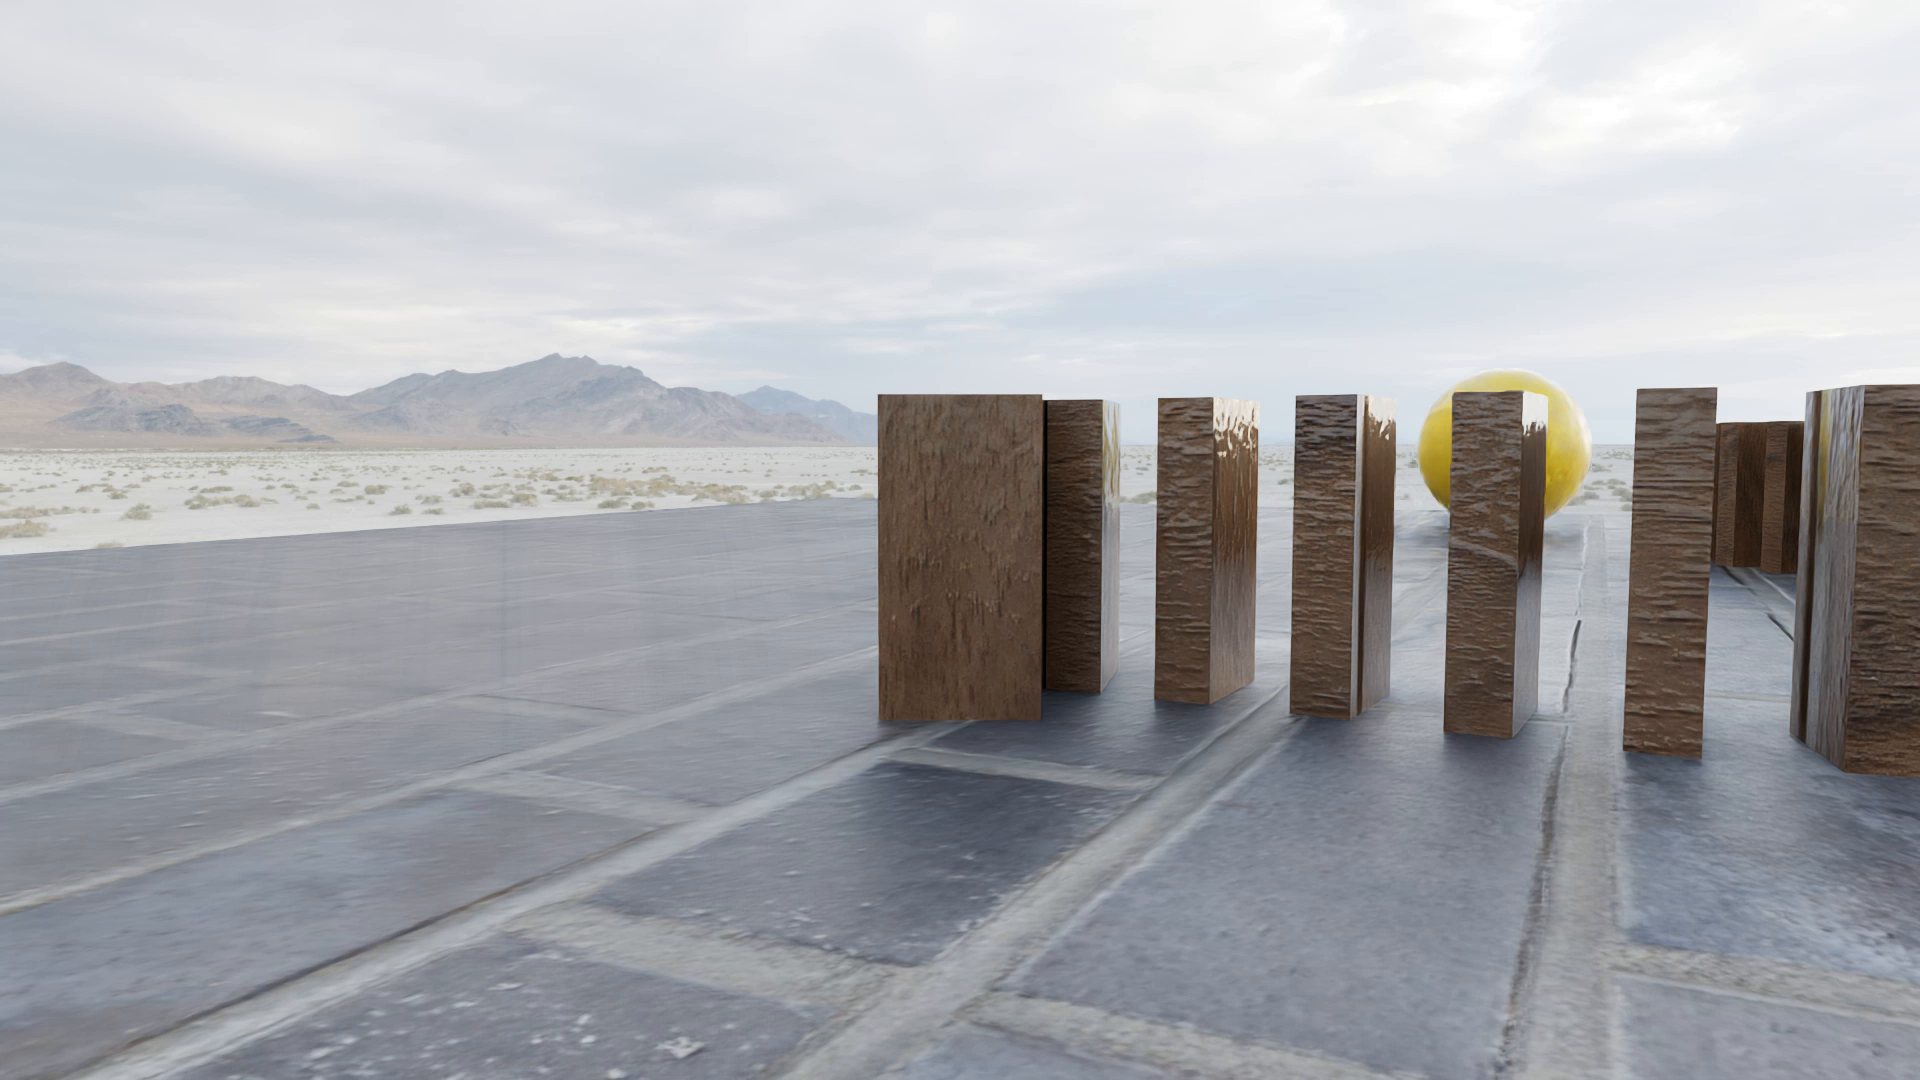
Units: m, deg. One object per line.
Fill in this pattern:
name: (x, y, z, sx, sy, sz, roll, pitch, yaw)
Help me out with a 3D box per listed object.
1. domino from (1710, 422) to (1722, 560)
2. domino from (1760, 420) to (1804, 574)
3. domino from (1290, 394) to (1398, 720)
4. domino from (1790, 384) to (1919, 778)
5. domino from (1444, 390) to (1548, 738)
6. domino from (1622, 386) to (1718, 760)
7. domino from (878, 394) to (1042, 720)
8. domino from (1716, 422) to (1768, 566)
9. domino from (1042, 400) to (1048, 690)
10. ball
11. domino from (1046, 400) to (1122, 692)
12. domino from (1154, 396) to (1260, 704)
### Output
domino: (0.278, -0.018, 0.471, 0.025, 0.050, 0.009, 0, 4, -3)
domino: (0.281, -0.014, 0.424, 0.025, 0.050, 0.009, 0, 4, -5)
domino: (0.063, 0.002, 0.209, 0.009, 0.050, 0.025, 3, 5, 32)
domino: (0.123, 0.004, 0.175, 0.009, 0.050, 0.025, 1, 5, 19)
domino: (0.082, 0.003, 0.197, 0.009, 0.050, 0.025, 3, 5, 32)
domino: (0.102, 0.004, 0.185, 0.010, 0.050, 0.025, 2, 5, 30)
domino: (0.000, 0.002, 0.201, 0.025, 0.050, 0.009, 0, 4, 0)
domino: (0.280, -0.016, 0.448, 0.025, 0.050, 0.009, 0, 4, -3)
domino: (0.002, 0.001, 0.224, 0.025, 0.050, 0.009, 2, 5, 22)
ball: (0.269, -0.045, 0.636, 0.080, 0.080, 0.080, 0, 4, 0)
domino: (0.022, 0.000, 0.231, 0.010, 0.050, 0.025, 1, 4, 14)
domino: (0.043, 0.001, 0.221, 0.010, 0.050, 0.025, 2, 5, 29)
